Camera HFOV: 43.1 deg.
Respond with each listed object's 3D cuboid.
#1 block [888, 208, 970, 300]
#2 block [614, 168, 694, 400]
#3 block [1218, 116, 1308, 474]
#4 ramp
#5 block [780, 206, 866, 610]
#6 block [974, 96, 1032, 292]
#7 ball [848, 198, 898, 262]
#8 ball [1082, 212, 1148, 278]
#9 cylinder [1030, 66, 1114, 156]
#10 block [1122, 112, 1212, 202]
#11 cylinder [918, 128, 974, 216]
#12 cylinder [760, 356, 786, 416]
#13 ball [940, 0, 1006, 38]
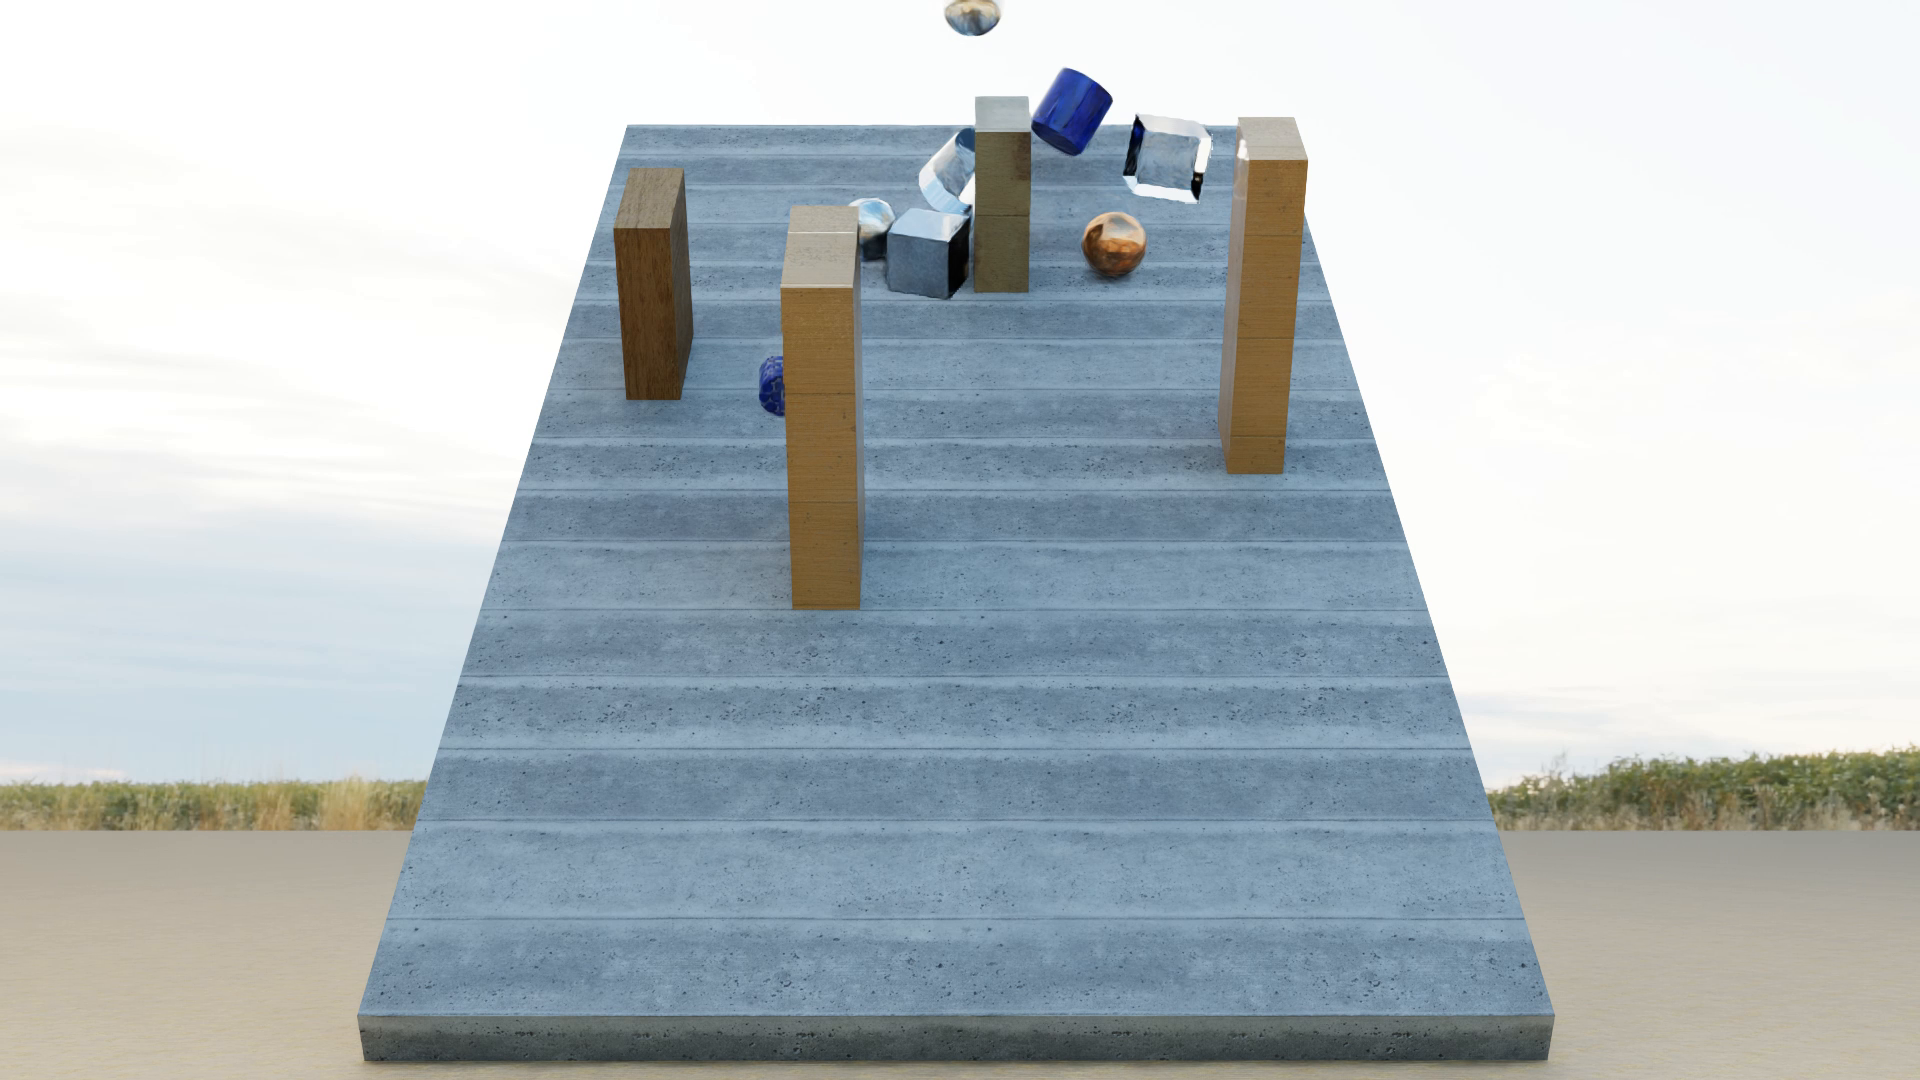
[{"bbox_3d":[-0.082,-0.760,6.465,0.170,0.170,0.170,11,33,17],"label":"block"},{"bbox_3d":[-0.748,-0.630,5.971,0.132,0.454,0.366,0,31,0],"label":"block"},{"bbox_3d":[0.684,-0.550,5.536,0.127,0.777,0.251,0,31,0],"label":"block"},{"bbox_3d":[-0.014,-0.199,5.798,2.000,0.100,4.000,0,31,0],"label":"ramp"},{"bbox_3d":[-0.282,-0.276,5.108,0.141,0.746,0.402,0,31,0],"label":"block"},{"bbox_3d":[0.110,-0.916,6.451,0.144,0.453,0.254,0,31,0],"label":"block"},{"bbox_3d":[-0.245,-0.835,6.544,0.170,0.170,0.170,0,-7,0],"label":"ball"},{"bbox_3d":[0.413,-0.791,6.511,0.175,0.175,0.175,0,-7,0],"label":"ball"},{"bbox_3d":[0.327,-1.264,7.186,0.188,0.188,0.188,31,-5,3],"label":"cylinder"},{"bbox_3d":[0.562,-1.039,6.615,0.179,0.179,0.179,6,24,-10],"label":"block"},{"bbox_3d":[0.009,-1.007,6.681,0.176,0.176,0.176,5,-29,-36],"label":"cylinder"},{"bbox_3d":[-0.429,-0.372,5.851,0.107,0.107,0.107,1,32,-6],"label":"cylinder"},{"bbox_3d":[0.037,-1.513,6.875,0.183,0.183,0.183,0,-7,0],"label":"ball"}]
